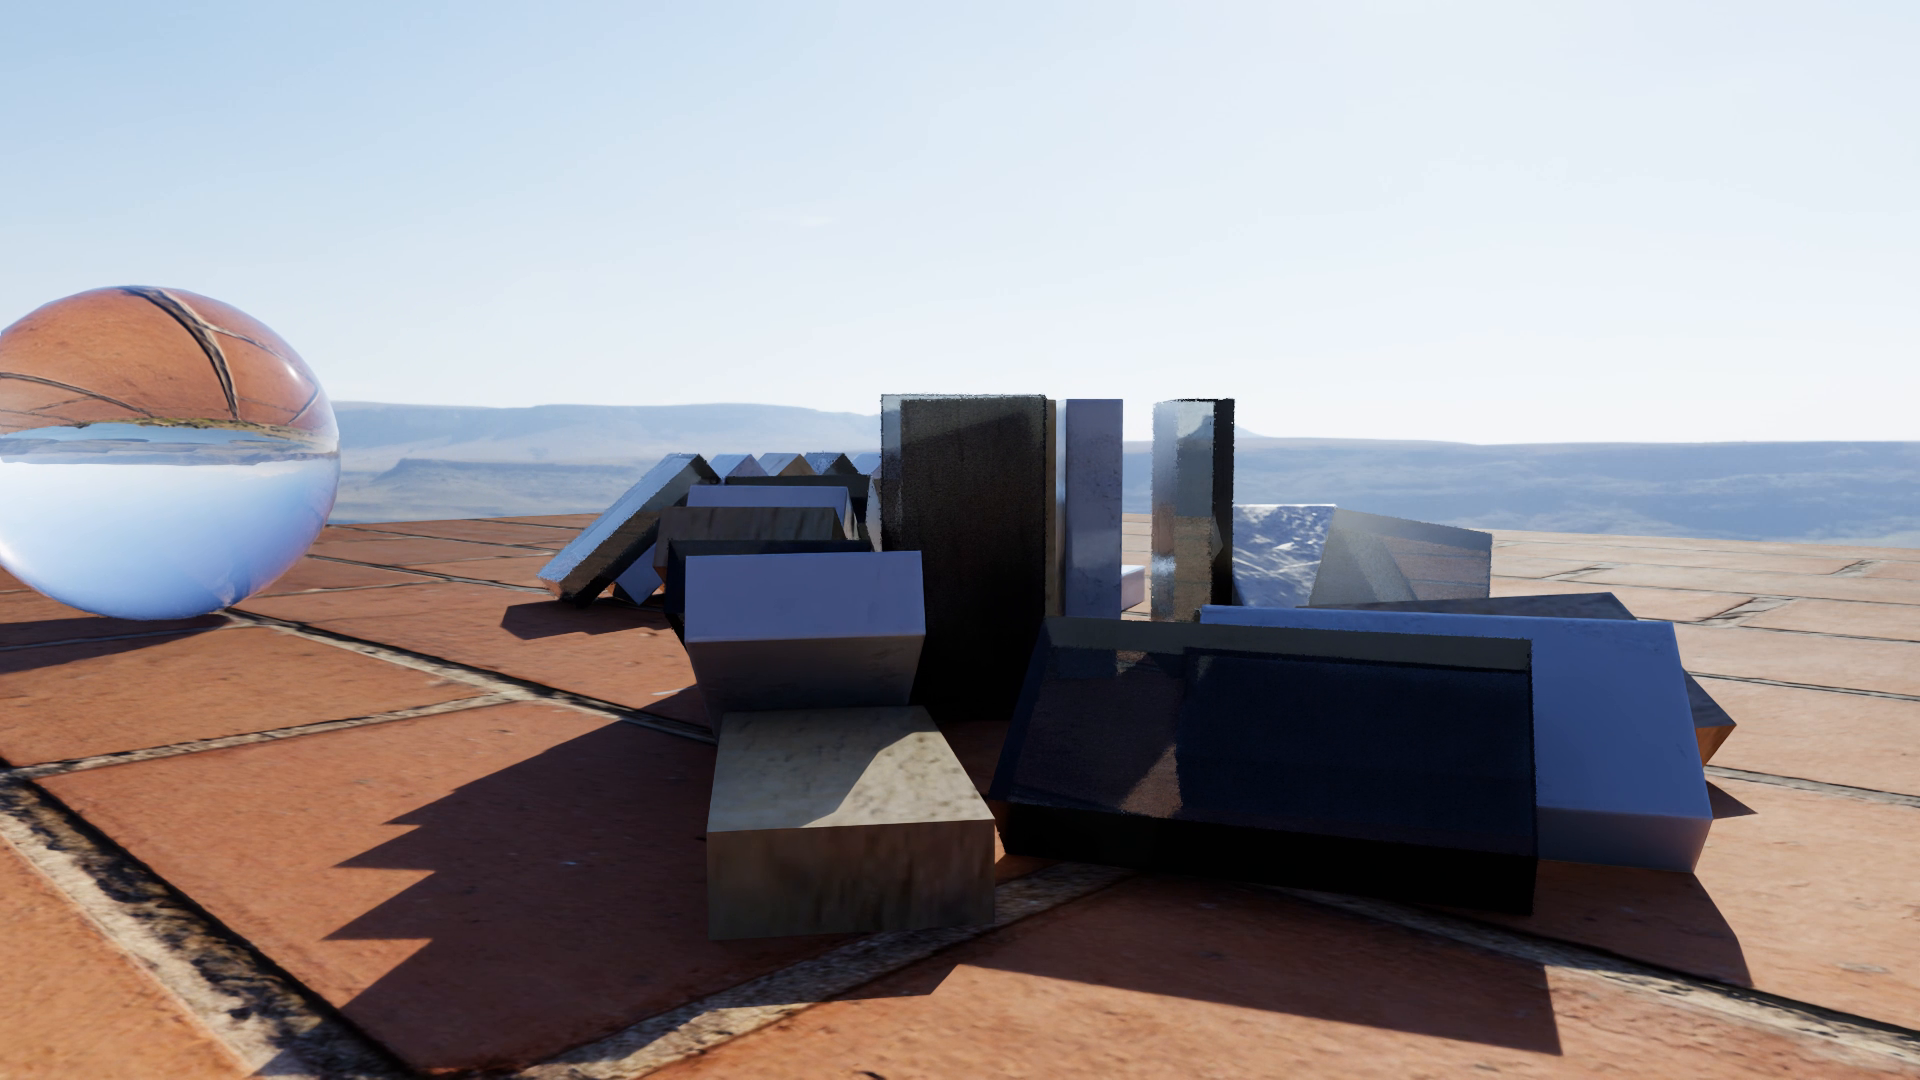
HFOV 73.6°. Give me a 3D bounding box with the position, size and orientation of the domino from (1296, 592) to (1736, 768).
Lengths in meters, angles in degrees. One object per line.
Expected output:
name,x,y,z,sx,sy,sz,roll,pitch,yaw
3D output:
domino,0.069,0.019,0.163,0.050,0.009,0.025,-1,39,-18

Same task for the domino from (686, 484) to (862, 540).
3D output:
domino,-0.029,0.008,0.220,0.025,0.010,0.050,1,-30,5

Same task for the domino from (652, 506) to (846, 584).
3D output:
domino,-0.028,0.011,0.203,0.025,0.009,0.050,0,-26,6

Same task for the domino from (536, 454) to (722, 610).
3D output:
domino,-0.090,-0.003,0.347,0.050,0.010,0.025,-46,24,-20

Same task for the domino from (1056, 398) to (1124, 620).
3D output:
domino,0.022,0.000,0.228,0.009,0.050,0.025,0,4,-4

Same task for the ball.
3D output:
ball,-0.193,-0.021,0.308,0.080,0.080,0.080,0,4,0

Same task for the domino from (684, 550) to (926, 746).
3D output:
domino,-0.019,0.015,0.158,0.025,0.009,0.050,-1,-22,-7

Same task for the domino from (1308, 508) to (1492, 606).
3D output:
domino,0.066,0.012,0.196,0.025,0.009,0.050,11,30,18

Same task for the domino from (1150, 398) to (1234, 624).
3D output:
domino,0.041,0.000,0.228,0.009,0.050,0.025,0,4,-1

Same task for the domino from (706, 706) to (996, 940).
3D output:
domino,-0.013,0.028,0.136,0.025,0.010,0.050,-1,4,-9

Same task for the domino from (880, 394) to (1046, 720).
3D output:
domino,0.001,0.002,0.201,0.025,0.050,0.009,0,4,0

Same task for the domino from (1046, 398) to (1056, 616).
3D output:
domino,0.003,0.001,0.221,0.025,0.050,0.010,2,5,30

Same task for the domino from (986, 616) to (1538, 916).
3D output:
domino,0.030,0.021,0.130,0.050,0.010,0.025,2,44,21

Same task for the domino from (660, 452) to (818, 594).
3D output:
domino,-0.065,-0.004,0.362,0.050,0.010,0.025,-46,24,-20

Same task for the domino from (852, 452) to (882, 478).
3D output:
domino,-0.039,-0.006,0.377,0.050,0.010,0.025,-45,21,-17

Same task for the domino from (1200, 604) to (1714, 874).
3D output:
domino,0.051,0.020,0.140,0.050,0.010,0.025,1,45,17

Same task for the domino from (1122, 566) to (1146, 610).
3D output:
domino,0.022,0.012,0.346,0.050,0.010,0.025,2,5,23

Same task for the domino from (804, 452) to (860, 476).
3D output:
domino,-0.053,-0.005,0.371,0.050,0.009,0.025,-46,24,-20

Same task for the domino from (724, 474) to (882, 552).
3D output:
domino,-0.025,0.006,0.235,0.025,0.010,0.050,-1,-30,8

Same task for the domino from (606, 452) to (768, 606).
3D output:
domino,-0.077,-0.004,0.354,0.050,0.009,0.025,-46,24,-20

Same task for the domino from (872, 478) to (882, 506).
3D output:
domino,-0.020,0.005,0.254,0.025,0.009,0.050,0,-30,8

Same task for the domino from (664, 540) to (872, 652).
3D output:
domino,-0.024,0.014,0.181,0.025,0.009,0.050,0,-22,-2

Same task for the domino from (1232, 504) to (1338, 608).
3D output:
domino,0.058,0.009,0.220,0.025,0.010,0.050,0,29,-1

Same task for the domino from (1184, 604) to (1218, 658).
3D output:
domino,0.059,0.020,0.242,0.025,0.009,0.050,0,4,0
